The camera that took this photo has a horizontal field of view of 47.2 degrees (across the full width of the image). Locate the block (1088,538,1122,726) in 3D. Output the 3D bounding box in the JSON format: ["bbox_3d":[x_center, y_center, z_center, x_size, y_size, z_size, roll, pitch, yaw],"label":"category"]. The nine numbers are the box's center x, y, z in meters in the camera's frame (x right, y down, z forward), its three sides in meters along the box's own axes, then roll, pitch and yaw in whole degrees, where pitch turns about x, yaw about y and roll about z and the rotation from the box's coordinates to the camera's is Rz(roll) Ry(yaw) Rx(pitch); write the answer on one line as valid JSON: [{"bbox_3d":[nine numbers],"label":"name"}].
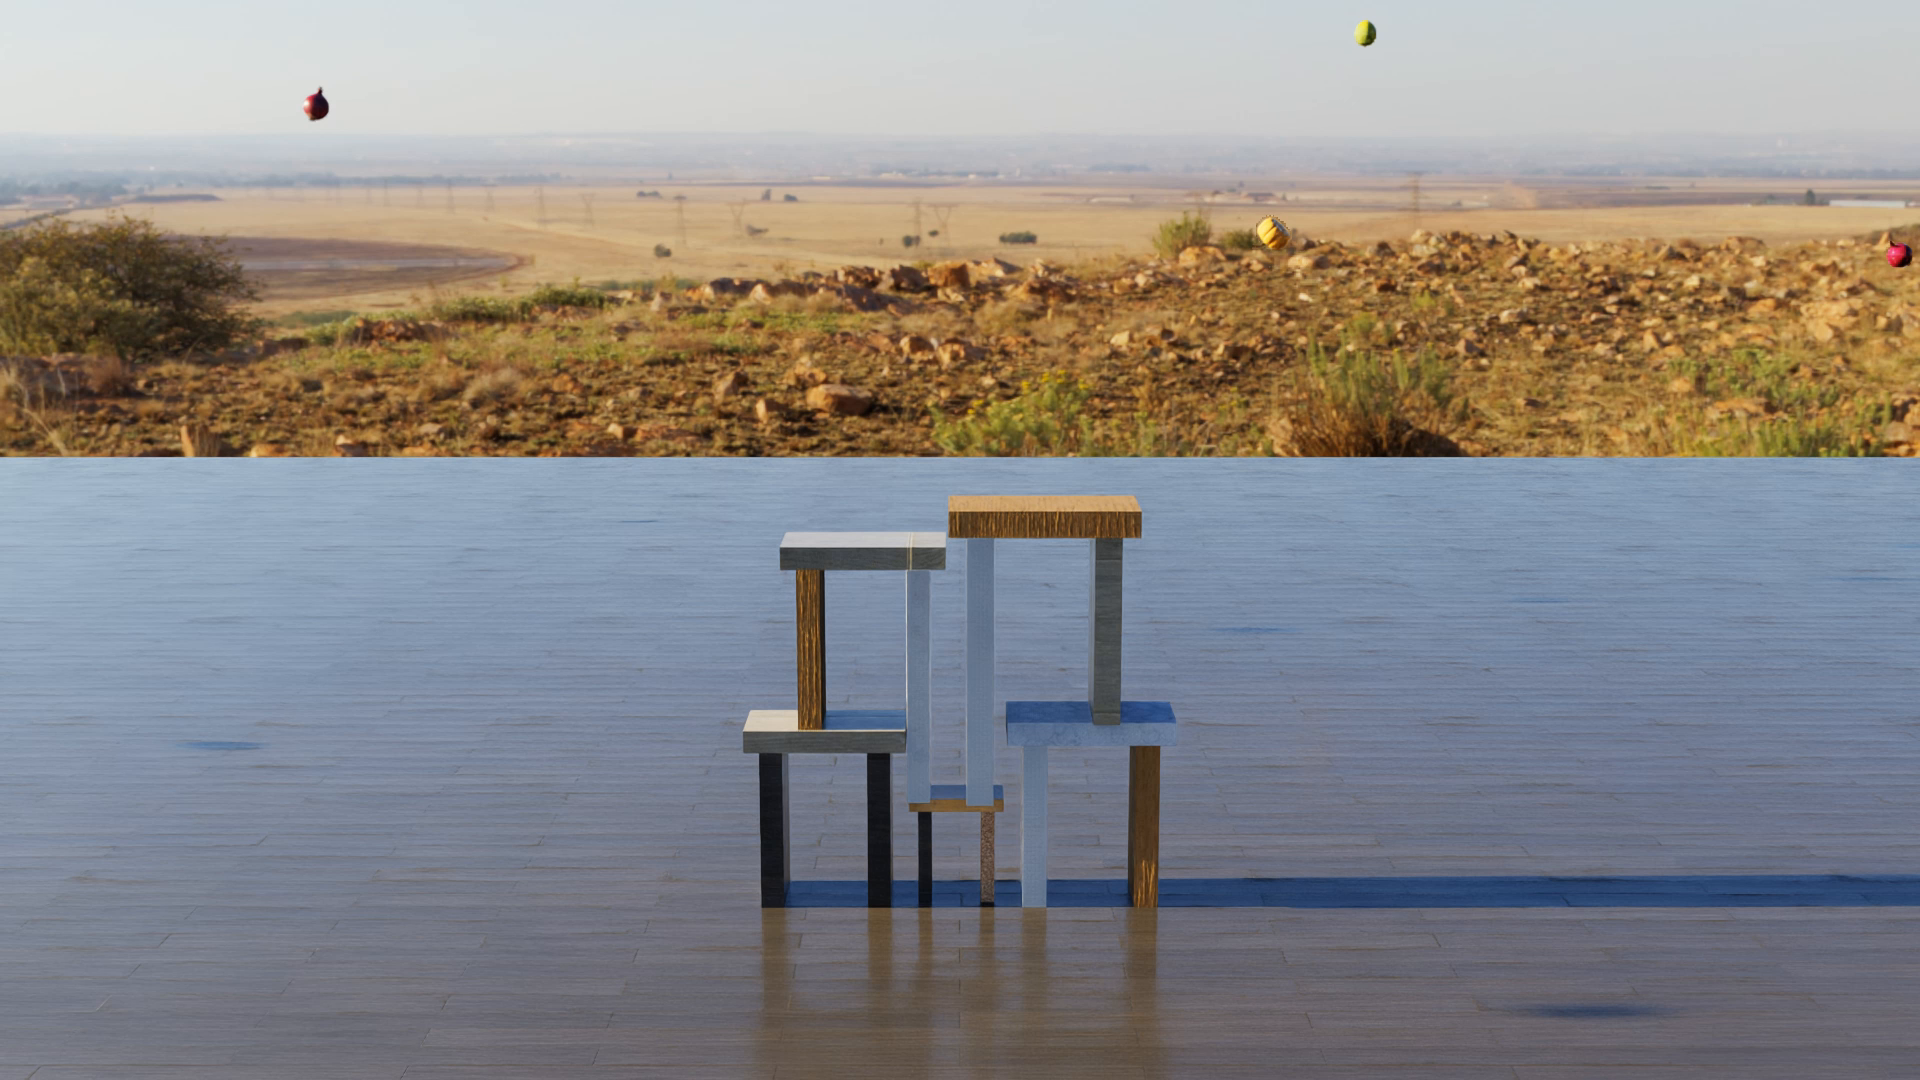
[{"bbox_3d":[0.236,0.133,3.581,0.043,0.305,0.153,0,11,0],"label":"block"}]

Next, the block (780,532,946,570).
[{"bbox_3d":[-0.155,0.018,3.566,0.264,0.037,0.132,0,11,0],"label":"block"}]

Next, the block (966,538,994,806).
[{"bbox_3d":[0.032,0.200,3.594,0.043,0.441,0.153,0,11,0],"label":"block"}]

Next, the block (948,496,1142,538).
[{"bbox_3d":[0.134,-0.038,3.550,0.305,0.043,0.153,0,11,0],"label":"block"}]

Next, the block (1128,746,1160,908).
[{"bbox_3d":[0.305,0.455,3.646,0.039,0.274,0.137,0,11,0],"label":"block"}]

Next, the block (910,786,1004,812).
[{"bbox_3d":[-0.006,0.427,3.637,0.155,0.022,0.077,0,11,0],"label":"block"}]

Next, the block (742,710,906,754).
[{"bbox_3d":[-0.219,0.315,3.615,0.262,0.037,0.131,0,11,0],"label":"block"}]

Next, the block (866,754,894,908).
[{"bbox_3d":[-0.132,0.462,3.643,0.037,0.262,0.131,0,11,0],"label":"block"}]

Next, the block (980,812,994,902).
[{"bbox_3d":[0.046,0.514,3.654,0.022,0.155,0.077,0,11,0],"label":"block"}]

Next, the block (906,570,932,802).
[{"bbox_3d":[-0.067,0.226,3.605,0.037,0.386,0.132,0,11,0],"label":"block"}]

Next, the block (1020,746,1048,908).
[{"bbox_3d":[0.122,0.455,3.646,0.039,0.274,0.137,0,11,0],"label":"block"}]

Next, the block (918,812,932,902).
[{"bbox_3d":[-0.058,0.514,3.653,0.022,0.155,0.077,0,11,0],"label":"block"}]

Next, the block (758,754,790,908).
[{"bbox_3d":[-0.307,0.462,3.643,0.037,0.262,0.131,0,11,0],"label":"block"}]

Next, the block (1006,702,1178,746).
[{"bbox_3d":[0.213,0.302,3.618,0.274,0.039,0.137,0,11,0],"label":"block"}]

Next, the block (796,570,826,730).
[{"bbox_3d":[-0.243,0.166,3.594,0.037,0.264,0.132,0,11,0],"label":"block"}]
